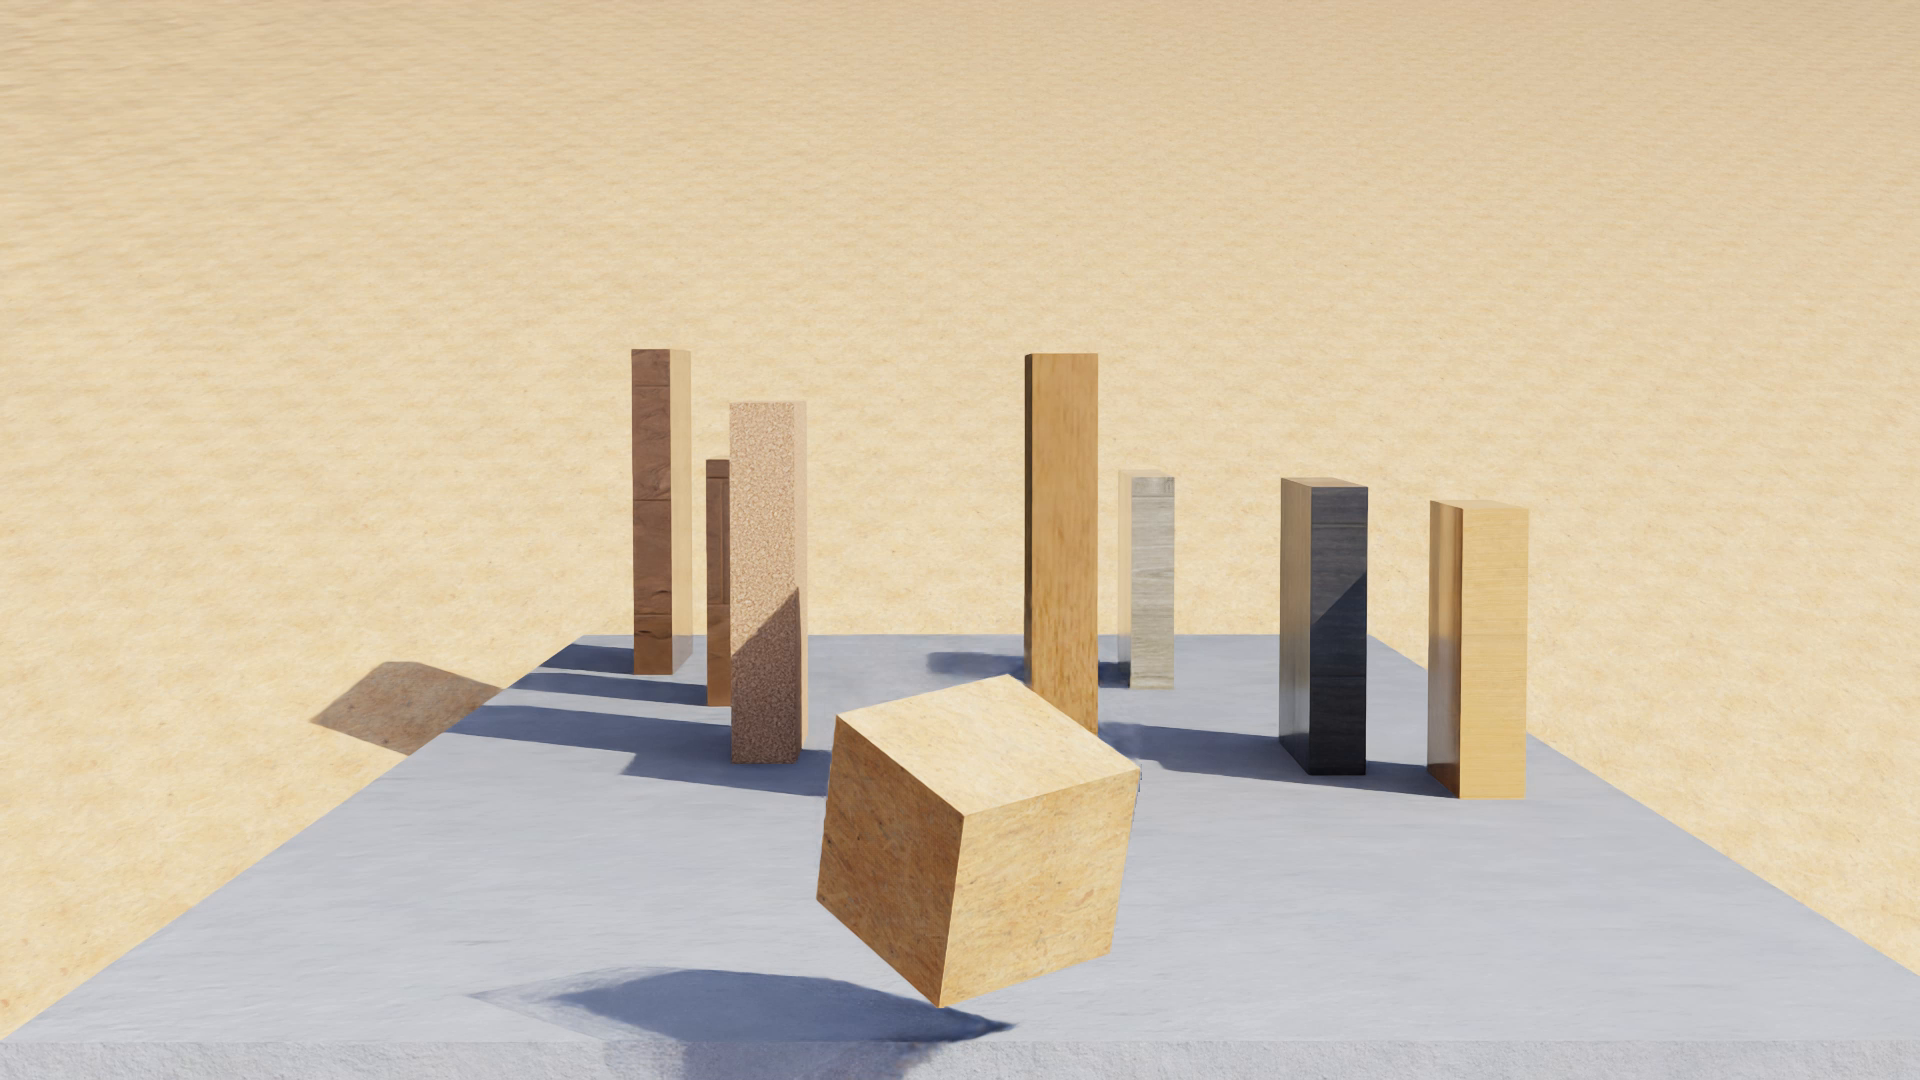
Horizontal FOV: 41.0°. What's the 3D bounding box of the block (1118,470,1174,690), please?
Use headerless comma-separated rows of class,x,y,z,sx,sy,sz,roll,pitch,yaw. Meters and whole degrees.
block,0.402,0.077,5.586,0.090,0.445,0.442,0,4,0

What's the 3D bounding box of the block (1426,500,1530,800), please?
block,0.826,0.168,4.110,0.102,0.451,0.278,0,4,0

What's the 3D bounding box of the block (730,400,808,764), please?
block,-0.334,0.062,4.520,0.109,0.611,0.372,0,4,0

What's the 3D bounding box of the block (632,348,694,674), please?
block,-0.675,-0.074,5.843,0.085,0.715,0.441,0,4,0

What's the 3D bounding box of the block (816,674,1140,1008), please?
block,0.014,0.288,2.501,0.210,0.210,0.210,-11,30,-35

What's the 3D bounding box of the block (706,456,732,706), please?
block,-0.454,0.078,5.219,0.098,0.492,0.264,0,4,0

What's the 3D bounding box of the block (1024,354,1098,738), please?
block,0.153,0.058,3.972,0.096,0.689,0.423,0,4,0

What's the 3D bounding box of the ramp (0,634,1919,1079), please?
ramp,0.046,0.418,4.535,2.000,0.100,4.000,0,4,0

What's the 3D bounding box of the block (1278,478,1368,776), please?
block,0.620,0.138,4.402,0.093,0.475,0.393,0,4,0
